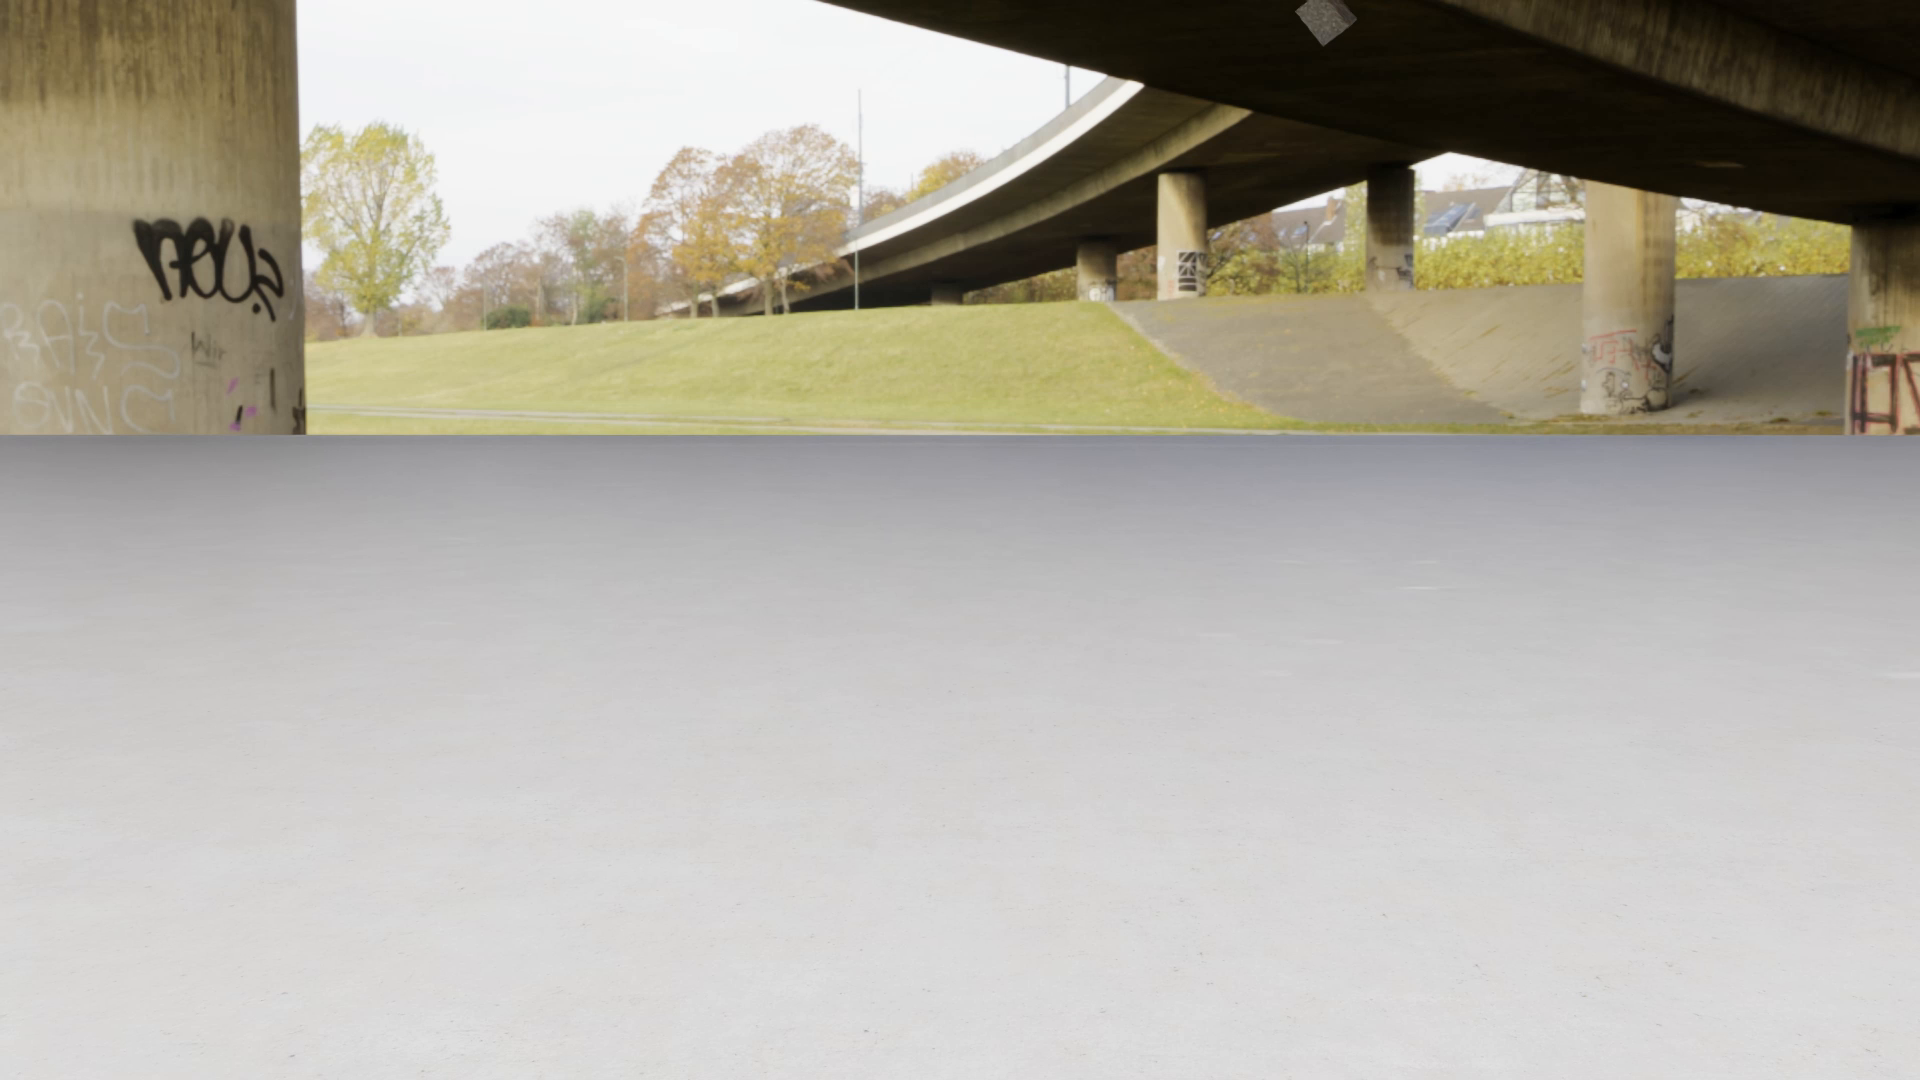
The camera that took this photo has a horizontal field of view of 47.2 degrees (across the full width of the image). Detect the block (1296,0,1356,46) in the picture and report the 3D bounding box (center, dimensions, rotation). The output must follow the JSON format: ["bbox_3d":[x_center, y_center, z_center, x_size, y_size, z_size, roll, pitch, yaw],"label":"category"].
[{"bbox_3d":[1.391,-1.992,8.349,0.068,0.169,0.150,-46,9,-38],"label":"block"}]
